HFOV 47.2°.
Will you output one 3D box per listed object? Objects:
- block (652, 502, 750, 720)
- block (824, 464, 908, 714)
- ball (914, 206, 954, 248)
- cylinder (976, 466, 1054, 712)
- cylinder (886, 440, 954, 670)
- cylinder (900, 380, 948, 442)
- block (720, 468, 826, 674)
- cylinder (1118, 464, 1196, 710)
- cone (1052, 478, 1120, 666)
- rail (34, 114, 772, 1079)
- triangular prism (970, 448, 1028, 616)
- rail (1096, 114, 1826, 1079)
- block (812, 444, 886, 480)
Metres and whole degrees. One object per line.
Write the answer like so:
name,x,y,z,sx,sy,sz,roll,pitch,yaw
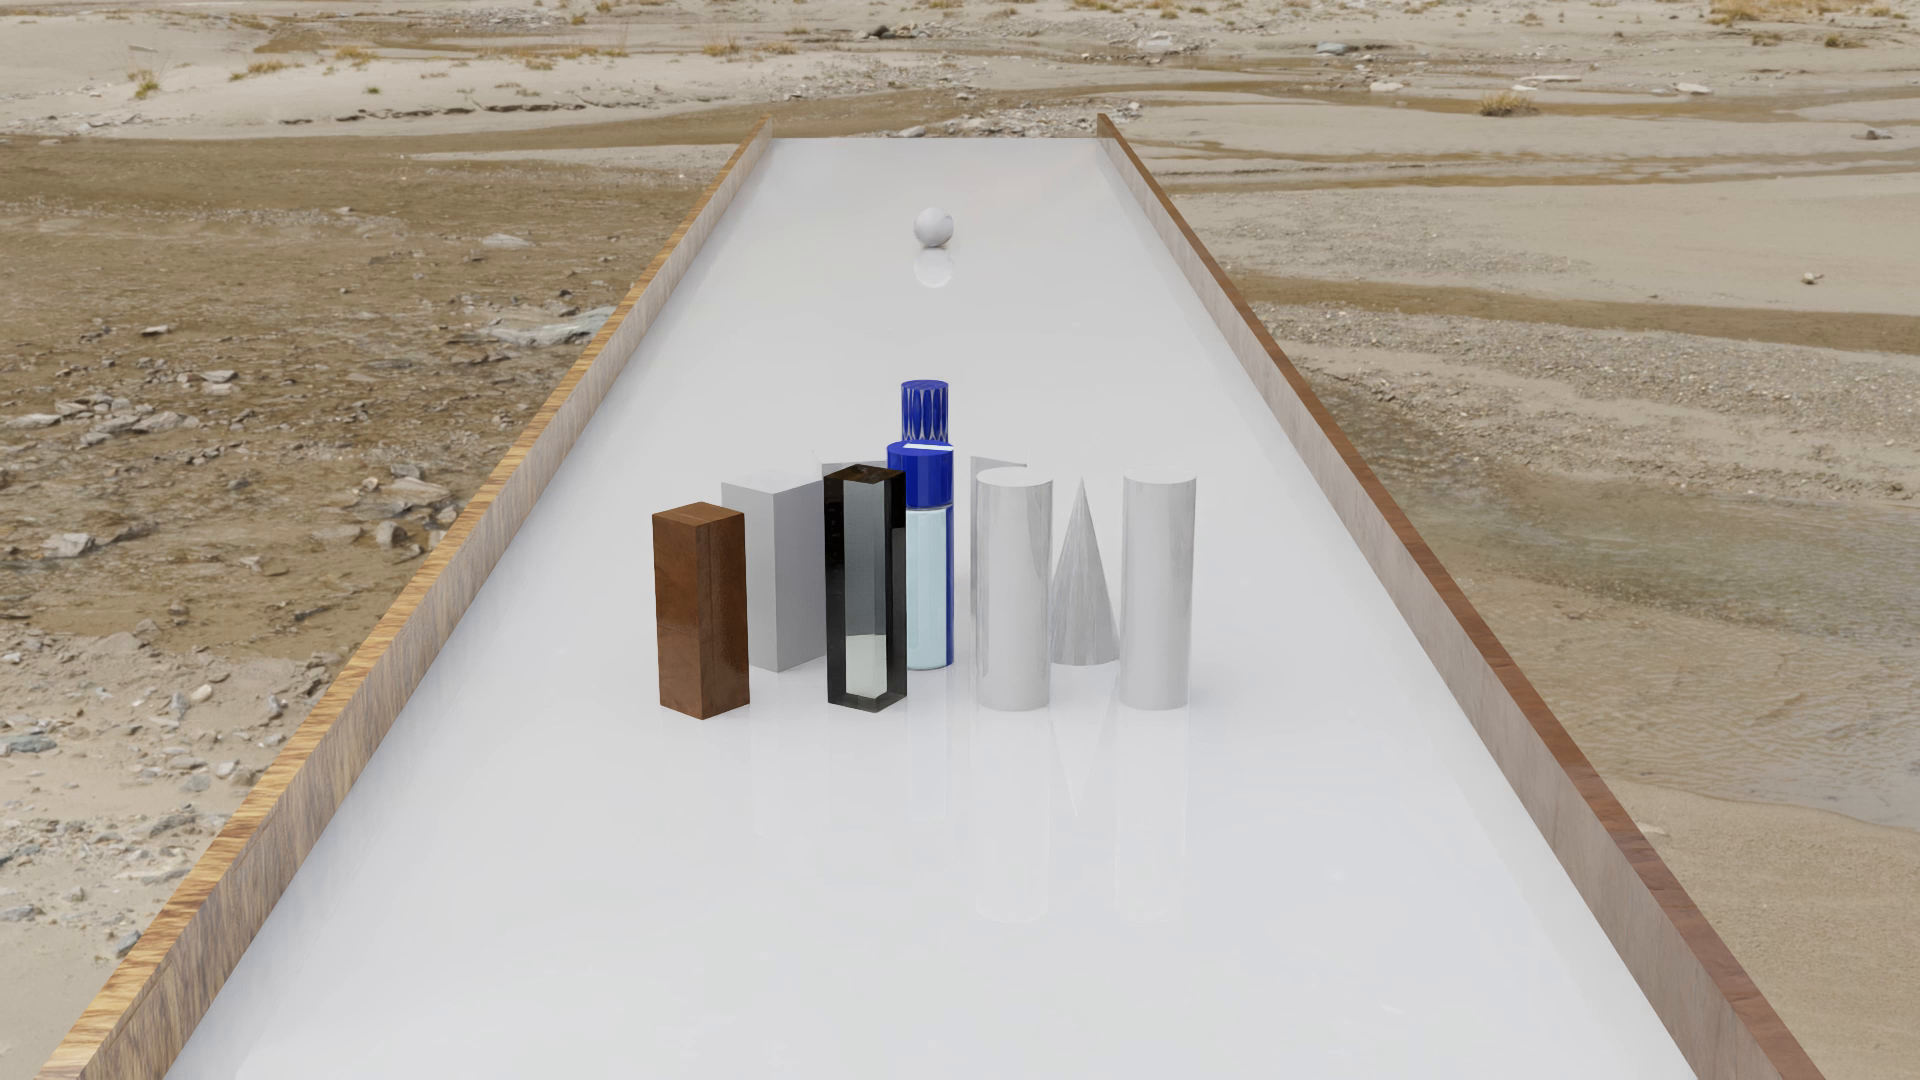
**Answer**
block,-0.485,0.131,4.124,0.121,0.377,0.121,14,22,40
block,-0.177,0.091,4.139,0.110,0.445,0.110,10,19,30
ball,-0.112,-1.343,9.439,0.174,0.174,0.174,0,17,0
cylinder,0.102,0.092,4.147,0.144,0.439,0.144,0,17,0
cylinder,-0.078,0.030,4.357,0.133,0.439,0.133,0,17,0
cylinder,-0.077,-0.122,4.845,0.104,0.451,0.104,0,17,0
block,-0.370,0.059,4.386,0.142,0.367,0.142,13,21,38
cylinder,0.371,0.090,4.147,0.136,0.443,0.136,0,17,0
cone,0.241,0.048,4.416,0.179,0.370,0.179,0,17,0
rail,-1.118,-0.838,7.780,0.050,0.150,12.000,0,17,-1
triangular prism,0.110,-0.013,4.654,0.135,0.351,0.117,11,20,32
rail,0.932,-0.844,7.801,0.050,0.150,12.000,0,17,-1
block,-0.226,-0.006,4.611,0.145,0.363,0.145,-3,17,-11
